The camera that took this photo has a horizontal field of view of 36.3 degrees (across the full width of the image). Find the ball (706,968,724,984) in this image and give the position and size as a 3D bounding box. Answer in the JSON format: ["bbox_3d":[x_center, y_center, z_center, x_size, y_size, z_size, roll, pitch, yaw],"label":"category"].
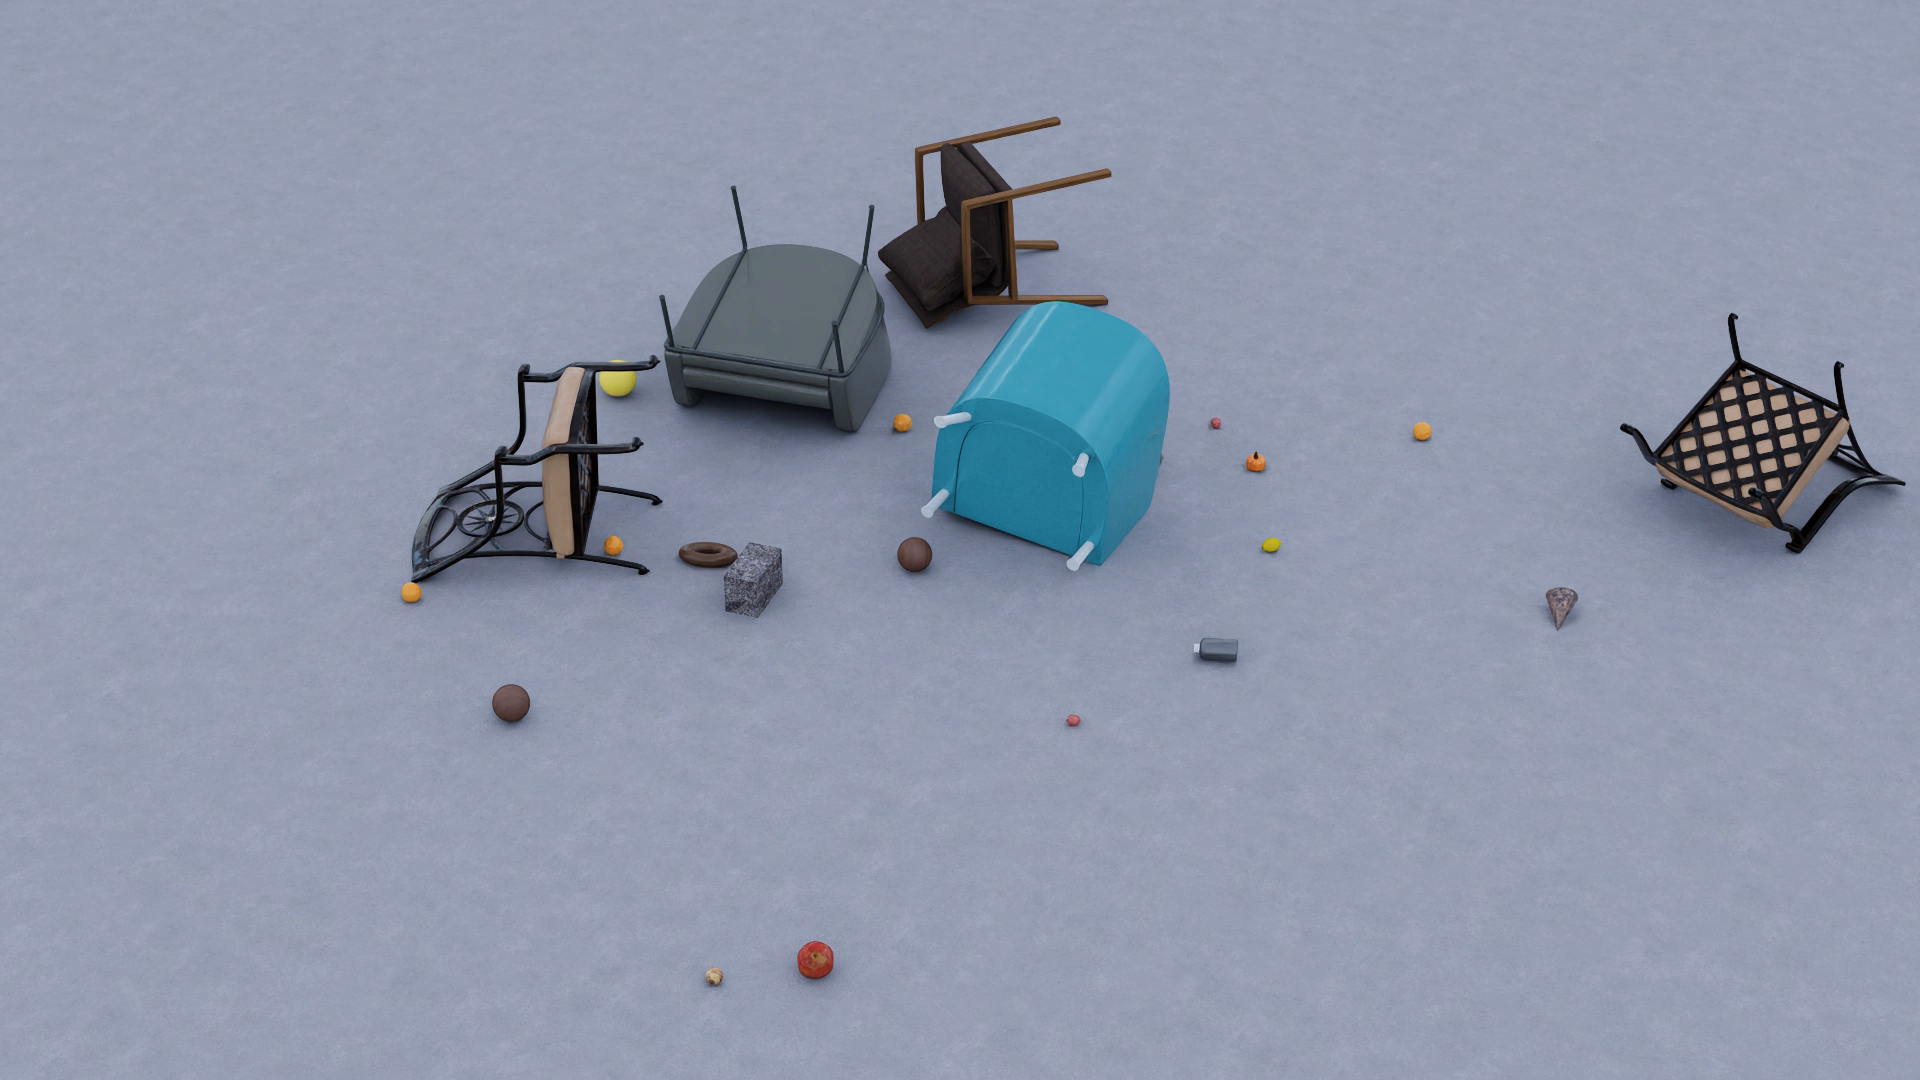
[{"bbox_3d":[-0.745,1.322,8.890,0.053,0.053,0.053,0,33,0],"label":"ball"}]

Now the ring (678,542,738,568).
[{"bbox_3d":[-0.929,0.054,10.815,0.222,0.053,0.122,5,32,6],"label":"ring"}]

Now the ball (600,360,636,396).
[{"bbox_3d":[-1.376,-0.651,11.795,0.150,0.150,0.150,0,33,0],"label":"ball"}]

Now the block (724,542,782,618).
[{"bbox_3d":[-0.745,0.144,10.587,0.126,0.153,0.233,11,35,16],"label":"block"}]

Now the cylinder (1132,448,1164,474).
[{"bbox_3d":[0.726,-0.304,11.338,0.099,0.074,0.081,7,34,22],"label":"cylinder"}]

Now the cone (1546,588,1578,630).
[{"bbox_3d":[2.147,0.264,10.498,0.118,0.105,0.158,-8,47,29],"label":"cone"}]
